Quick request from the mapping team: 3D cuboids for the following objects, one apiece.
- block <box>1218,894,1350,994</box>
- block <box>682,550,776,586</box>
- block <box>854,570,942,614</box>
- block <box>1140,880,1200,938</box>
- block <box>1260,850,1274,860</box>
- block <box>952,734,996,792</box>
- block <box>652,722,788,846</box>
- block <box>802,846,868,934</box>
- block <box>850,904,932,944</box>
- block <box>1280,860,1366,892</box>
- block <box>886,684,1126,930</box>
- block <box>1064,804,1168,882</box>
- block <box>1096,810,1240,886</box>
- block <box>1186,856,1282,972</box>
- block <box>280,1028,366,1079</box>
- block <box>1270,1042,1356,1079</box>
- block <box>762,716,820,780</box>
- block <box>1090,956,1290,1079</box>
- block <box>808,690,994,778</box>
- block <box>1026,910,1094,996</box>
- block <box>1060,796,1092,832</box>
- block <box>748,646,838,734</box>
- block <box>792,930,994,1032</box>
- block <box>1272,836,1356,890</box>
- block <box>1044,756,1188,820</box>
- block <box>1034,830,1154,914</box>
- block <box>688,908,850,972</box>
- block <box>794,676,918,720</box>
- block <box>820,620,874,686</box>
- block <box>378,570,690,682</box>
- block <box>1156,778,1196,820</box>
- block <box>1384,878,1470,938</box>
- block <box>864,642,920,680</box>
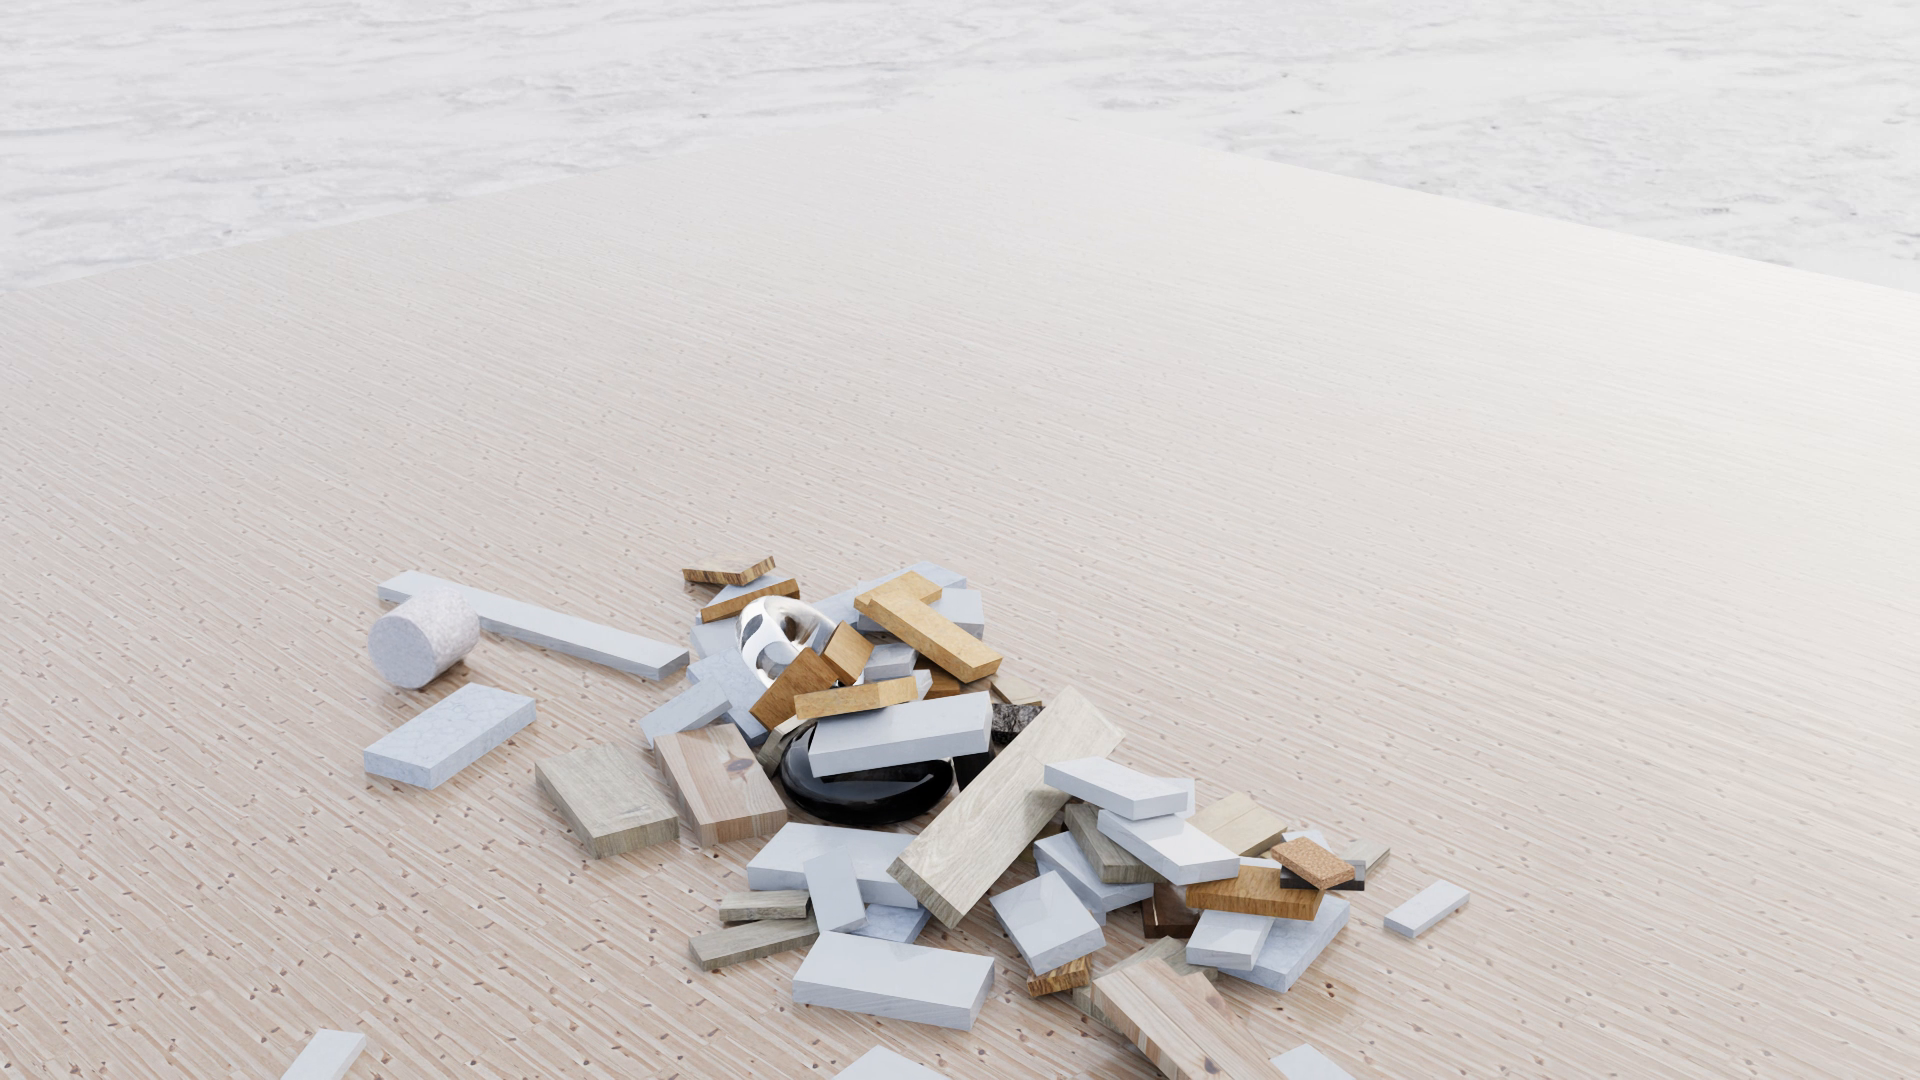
[{"bbox_3d":[0.589,0.721,4.012,0.140,0.040,0.280,14,27,30],"label":"block"},{"bbox_3d":[-0.577,0.069,5.475,0.226,0.032,0.113,4,25,44],"label":"block"},{"bbox_3d":[-0.146,0.137,5.208,0.100,0.028,0.201,30,36,31],"label":"block"},{"bbox_3d":[0.390,0.678,4.126,0.103,0.029,0.206,0,23,0],"label":"block"},{"bbox_3d":[0.654,0.614,4.290,0.131,0.018,0.065,-18,29,-35],"label":"block"},{"bbox_3d":[0.033,0.461,4.435,0.086,0.172,0.024,0,23,28],"label":"block"},{"bbox_3d":[-0.497,0.498,4.522,0.177,0.050,0.393,-8,24,-19],"label":"block"},{"bbox_3d":[-0.230,0.651,4.055,0.088,0.025,0.176,-20,42,0],"label":"block"},{"bbox_3d":[-0.091,0.667,4.150,0.105,0.030,0.360,8,24,18],"label":"block"},{"bbox_3d":[0.661,0.608,4.002,0.150,0.021,0.075,0,21,12],"label":"block"},{"bbox_3d":[0.108,0.508,4.325,0.161,0.046,0.786,41,33,7],"label":"block"},{"bbox_3d":[0.296,0.577,4.195,0.127,0.036,0.255,3,19,-16],"label":"block"},{"bbox_3d":[0.388,0.567,4.113,0.136,0.039,0.272,-3,17,-29],"label":"block"},{"bbox_3d":[0.515,0.678,4.020,0.117,0.033,0.341,3,22,21],"label":"block"},{"bbox_3d":[-1.065,0.876,3.667,0.081,0.023,0.162,5,23,11],"label":"block"},{"bbox_3d":[0.639,0.932,3.524,0.114,0.032,0.374,-15,27,-31],"label":"block"},{"bbox_3d":[-0.348,0.432,4.629,0.025,0.088,0.175,37,34,11],"label":"block"},{"bbox_3d":[0.464,0.894,3.514,0.140,0.040,0.686,-14,33,-29],"label":"block"},{"bbox_3d":[-0.116,0.387,4.396,0.352,0.050,0.176,-9,20,8],"label":"block"},{"bbox_3d":[0.182,0.737,3.932,0.105,0.030,0.210,-15,17,12],"label":"block"},{"bbox_3d":[0.250,0.520,4.421,0.024,0.086,0.172,24,29,12],"label":"block"},{"bbox_3d":[-0.357,0.331,4.722,0.189,0.095,0.027,-49,18,-20],"label":"block"},{"bbox_3d":[-0.115,0.775,3.877,0.322,0.046,0.161,6,24,15],"label":"block"},{"bbox_3d":[0.642,0.587,4.002,0.075,0.021,0.150,-15,22,-25],"label":"block"},{"bbox_3d":[0.301,0.481,4.278,0.136,0.039,0.272,-4,13,-36],"label":"block"},{"bbox_3d":[0.251,0.624,4.174,0.117,0.033,0.234,-13,26,-28],"label":"block"},{"bbox_3d":[-0.346,0.725,4.022,0.288,0.023,0.081,-10,25,-23],"label":"block"},{"bbox_3d":[-0.213,0.329,4.608,0.176,0.050,0.352,-9,-3,11],"label":"block"},{"bbox_3d":[-0.252,0.252,4.877,0.094,0.027,0.189,40,22,-6],"label":"block"},{"bbox_3d":[-1.030,0.198,5.254,0.881,0.032,0.113,14,26,29],"label":"block"},{"bbox_3d":[0.406,0.554,4.409,0.127,0.036,0.255,2,23,5],"label":"block"},{"bbox_3d":[0.874,0.689,4.114,0.185,0.018,0.065,-21,31,-40],"label":"block"},{"bbox_3d":[-0.152,0.270,4.950,0.100,0.028,0.201,-7,11,6],"label":"block"}]
